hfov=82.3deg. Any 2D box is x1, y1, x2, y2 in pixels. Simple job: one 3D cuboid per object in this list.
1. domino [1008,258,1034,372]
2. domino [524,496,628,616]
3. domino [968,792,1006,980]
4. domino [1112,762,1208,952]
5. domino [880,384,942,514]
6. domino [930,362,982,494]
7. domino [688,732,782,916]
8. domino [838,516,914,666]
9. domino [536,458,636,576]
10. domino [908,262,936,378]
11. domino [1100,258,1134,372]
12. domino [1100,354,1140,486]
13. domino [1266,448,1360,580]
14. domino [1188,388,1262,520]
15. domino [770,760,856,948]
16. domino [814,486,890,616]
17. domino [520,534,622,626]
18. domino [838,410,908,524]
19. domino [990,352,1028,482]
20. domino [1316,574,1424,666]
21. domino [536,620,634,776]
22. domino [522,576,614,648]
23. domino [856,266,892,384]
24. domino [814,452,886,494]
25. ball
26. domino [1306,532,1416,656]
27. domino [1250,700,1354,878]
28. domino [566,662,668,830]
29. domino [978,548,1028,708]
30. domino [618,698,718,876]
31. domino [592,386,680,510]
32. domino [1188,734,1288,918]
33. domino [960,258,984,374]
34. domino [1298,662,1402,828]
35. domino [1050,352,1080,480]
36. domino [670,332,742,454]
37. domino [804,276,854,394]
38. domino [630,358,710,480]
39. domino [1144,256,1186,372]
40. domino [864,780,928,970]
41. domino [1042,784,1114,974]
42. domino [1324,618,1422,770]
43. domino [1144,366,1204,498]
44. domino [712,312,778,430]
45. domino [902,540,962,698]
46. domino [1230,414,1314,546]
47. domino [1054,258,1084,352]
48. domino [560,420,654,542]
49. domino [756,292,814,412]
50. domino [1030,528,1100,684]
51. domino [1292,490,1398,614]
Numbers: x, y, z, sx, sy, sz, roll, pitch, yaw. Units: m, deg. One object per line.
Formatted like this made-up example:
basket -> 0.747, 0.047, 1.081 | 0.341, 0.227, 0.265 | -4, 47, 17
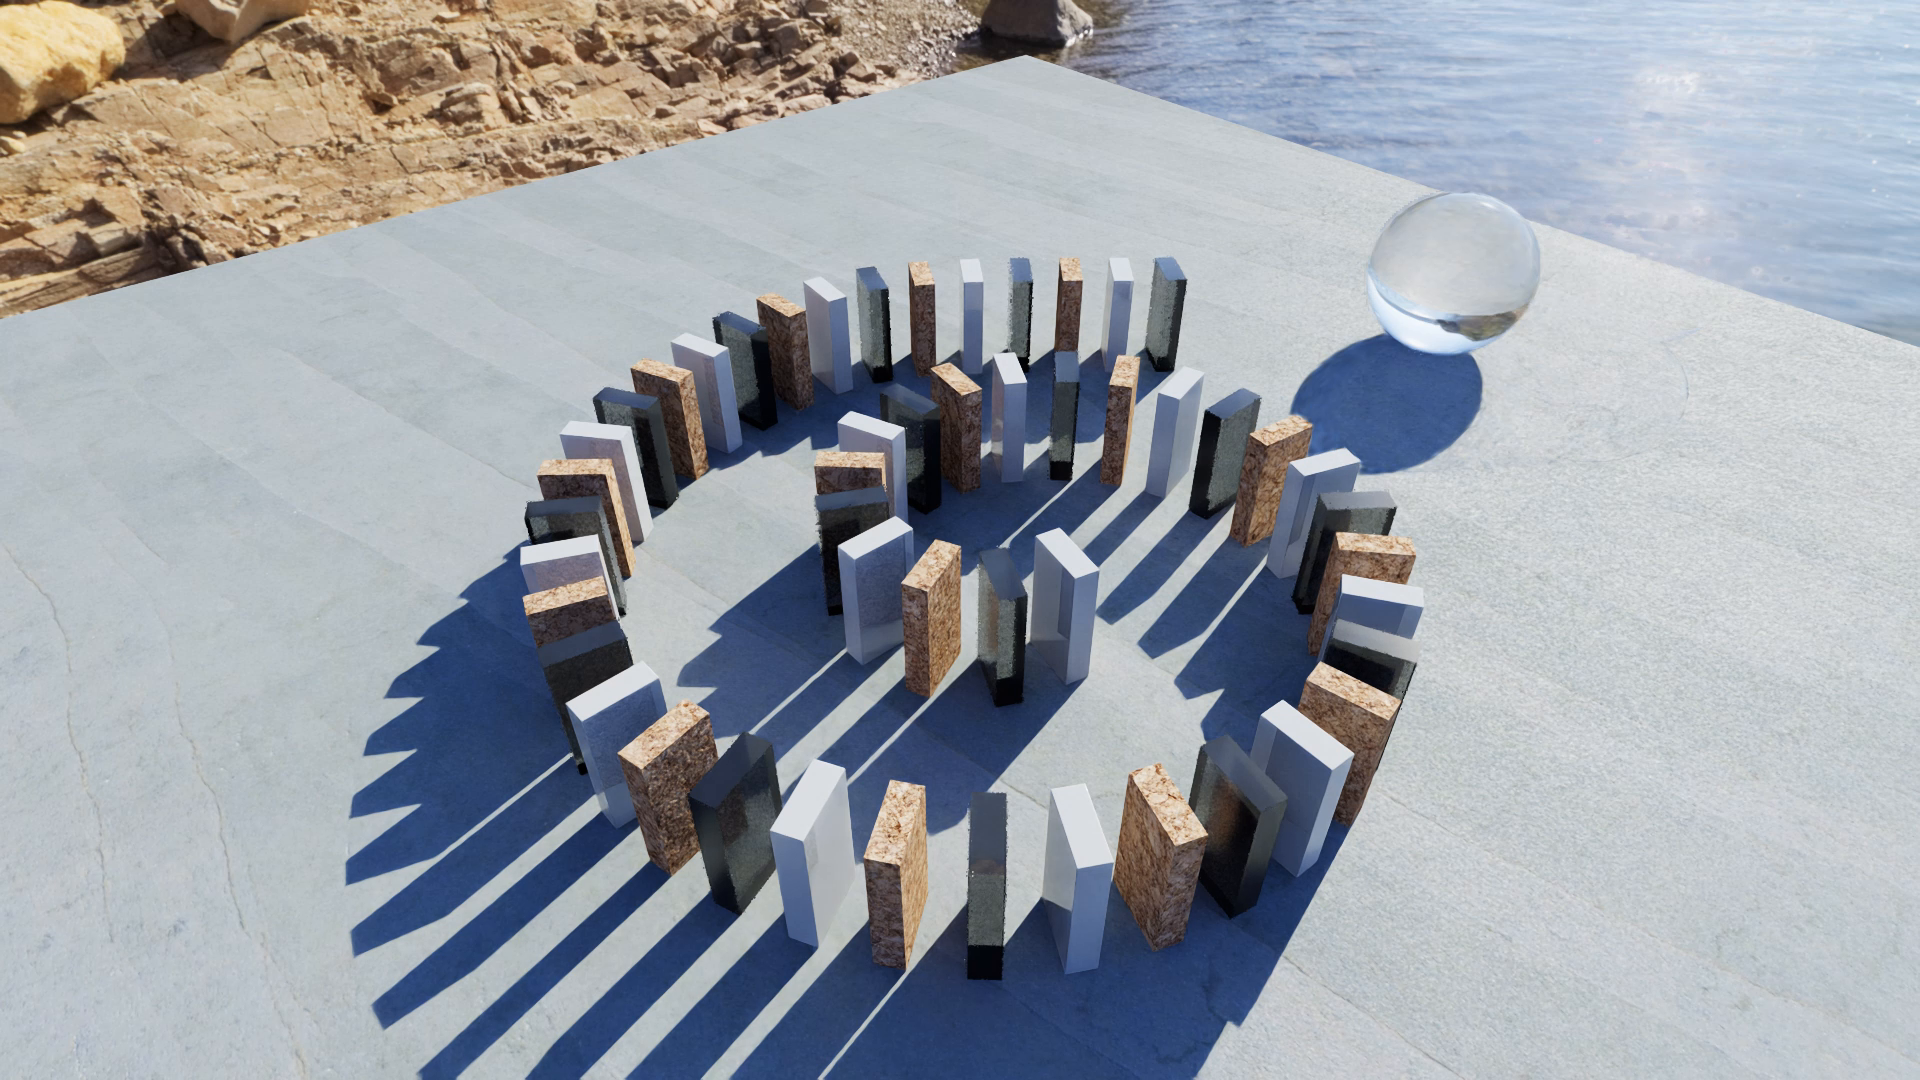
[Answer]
domino -> 0.030, -0.112, 0.548 | 0.009, 0.050, 0.025 | -1, 39, -1
domino -> -0.140, 0.008, 0.402 | 0.025, 0.050, 0.010 | -6, 40, -8
domino -> 0.007, 0.094, 0.297 | 0.010, 0.050, 0.025 | 1, 39, 2
domino -> 0.054, 0.088, 0.304 | 0.009, 0.050, 0.025 | -14, 41, -16
domino -> -0.020, -0.037, 0.457 | 0.025, 0.050, 0.009 | 31, 48, 32
domino -> -0.002, -0.047, 0.469 | 0.010, 0.050, 0.025 | -21, 44, -24
domino -> -0.062, 0.081, 0.313 | 0.009, 0.050, 0.025 | 18, 43, 21
domino -> -0.029, 0.018, 0.389 | 0.025, 0.050, 0.009 | -29, 47, -30
domino -> -0.142, -0.008, 0.421 | 0.025, 0.050, 0.009 | -1, 39, -1
domino -> -0.019, -0.109, 0.545 | 0.009, 0.050, 0.025 | -6, 40, -7
domino -> 0.078, -0.112, 0.548 | 0.009, 0.050, 0.025 | 0, 39, 0
domino -> 0.069, -0.051, 0.474 | 0.010, 0.050, 0.025 | 9, 40, 11
domino -> 0.135, -0.010, 0.423 | 0.025, 0.050, 0.010 | -14, 41, -17
domino -> 0.109, -0.035, 0.454 | 0.025, 0.050, 0.009 | -31, 48, -32
domino -> -0.040, 0.087, 0.305 | 0.009, 0.050, 0.025 | 13, 41, 16
domino -> -0.039, 0.005, 0.406 | 0.025, 0.050, 0.009 | -9, 40, -11
domino -> -0.134, 0.023, 0.384 | 0.025, 0.050, 0.010 | -11, 41, -13
domino -> -0.035, -0.025, 0.442 | 0.025, 0.050, 0.010 | 19, 43, 22
domino -> 0.021, -0.053, 0.476 | 0.009, 0.050, 0.025 | -6, 40, -7
domino -> 0.135, 0.036, 0.368 | 0.025, 0.050, 0.009 | 10, 40, 12
domino -> -0.115, 0.051, 0.350 | 0.025, 0.050, 0.009 | -21, 44, -23
domino -> -0.126, 0.037, 0.366 | 0.025, 0.050, 0.009 | -15, 42, -18
domino -> -0.042, -0.105, 0.540 | 0.009, 0.050, 0.025 | -12, 41, -14
domino -> -0.041, -0.011, 0.424 | 0.025, 0.050, 0.009 | 2, 39, 2
ball -> 0.246, -0.133, 0.550 | 0.080, 0.080, 0.080 | 0, 39, 0
domino -> 0.140, 0.021, 0.386 | 0.025, 0.050, 0.010 | 5, 40, 5
domino -> 0.097, 0.073, 0.322 | 0.009, 0.050, 0.025 | -26, 46, -28
domino -> -0.101, 0.063, 0.335 | 0.025, 0.050, 0.010 | -31, 48, -32
domino -> 0.014, 0.030, 0.375 | 0.010, 0.050, 0.025 | -9, 40, -11
domino -> -0.082, 0.073, 0.322 | 0.009, 0.050, 0.025 | 25, 45, 27
domino -> -0.134, -0.038, 0.457 | 0.025, 0.050, 0.009 | 13, 41, 15
domino -> 0.076, 0.082, 0.312 | 0.009, 0.050, 0.025 | -19, 43, -22
domino -> 0.005, -0.111, 0.547 | 0.009, 0.050, 0.025 | -3, 39, -4
domino -> 0.114, 0.063, 0.335 | 0.025, 0.050, 0.010 | 27, 47, 29
domino -> 0.045, -0.053, 0.477 | 0.009, 0.050, 0.025 | 2, 39, 2
domino -> -0.113, -0.065, 0.491 | 0.025, 0.050, 0.009 | 22, 44, 25
domino -> -0.064, -0.098, 0.532 | 0.009, 0.050, 0.025 | -23, 45, -26
domino -> -0.125, -0.052, 0.475 | 0.025, 0.050, 0.009 | 18, 43, 20
domino -> 0.102, -0.112, 0.548 | 0.009, 0.050, 0.025 | -4, 39, -4
domino -> -0.017, 0.092, 0.299 | 0.009, 0.050, 0.025 | 8, 40, 10
domino -> 0.031, 0.093, 0.299 | 0.010, 0.050, 0.025 | -7, 40, -9
domino -> 0.127, 0.050, 0.351 | 0.025, 0.050, 0.009 | 17, 42, 19
domino -> 0.091, -0.045, 0.467 | 0.009, 0.050, 0.025 | 23, 44, 25
domino -> -0.099, -0.077, 0.506 | 0.025, 0.050, 0.010 | 27, 46, 29
domino -> -0.009, 0.027, 0.378 | 0.009, 0.050, 0.025 | 17, 42, 19
domino -> 0.124, -0.023, 0.440 | 0.025, 0.050, 0.010 | -22, 44, -25
domino -> 0.054, -0.112, 0.548 | 0.010, 0.050, 0.025 | 0, 39, 0
domino -> -0.141, -0.023, 0.439 | 0.025, 0.050, 0.009 | 6, 40, 7
domino -> -0.082, -0.089, 0.520 | 0.009, 0.050, 0.025 | -31, 49, -32
domino -> 0.036, 0.024, 0.383 | 0.010, 0.050, 0.025 | -19, 43, -21
domino -> 0.141, 0.005, 0.405 | 0.025, 0.050, 0.009 | -3, 39, -3
